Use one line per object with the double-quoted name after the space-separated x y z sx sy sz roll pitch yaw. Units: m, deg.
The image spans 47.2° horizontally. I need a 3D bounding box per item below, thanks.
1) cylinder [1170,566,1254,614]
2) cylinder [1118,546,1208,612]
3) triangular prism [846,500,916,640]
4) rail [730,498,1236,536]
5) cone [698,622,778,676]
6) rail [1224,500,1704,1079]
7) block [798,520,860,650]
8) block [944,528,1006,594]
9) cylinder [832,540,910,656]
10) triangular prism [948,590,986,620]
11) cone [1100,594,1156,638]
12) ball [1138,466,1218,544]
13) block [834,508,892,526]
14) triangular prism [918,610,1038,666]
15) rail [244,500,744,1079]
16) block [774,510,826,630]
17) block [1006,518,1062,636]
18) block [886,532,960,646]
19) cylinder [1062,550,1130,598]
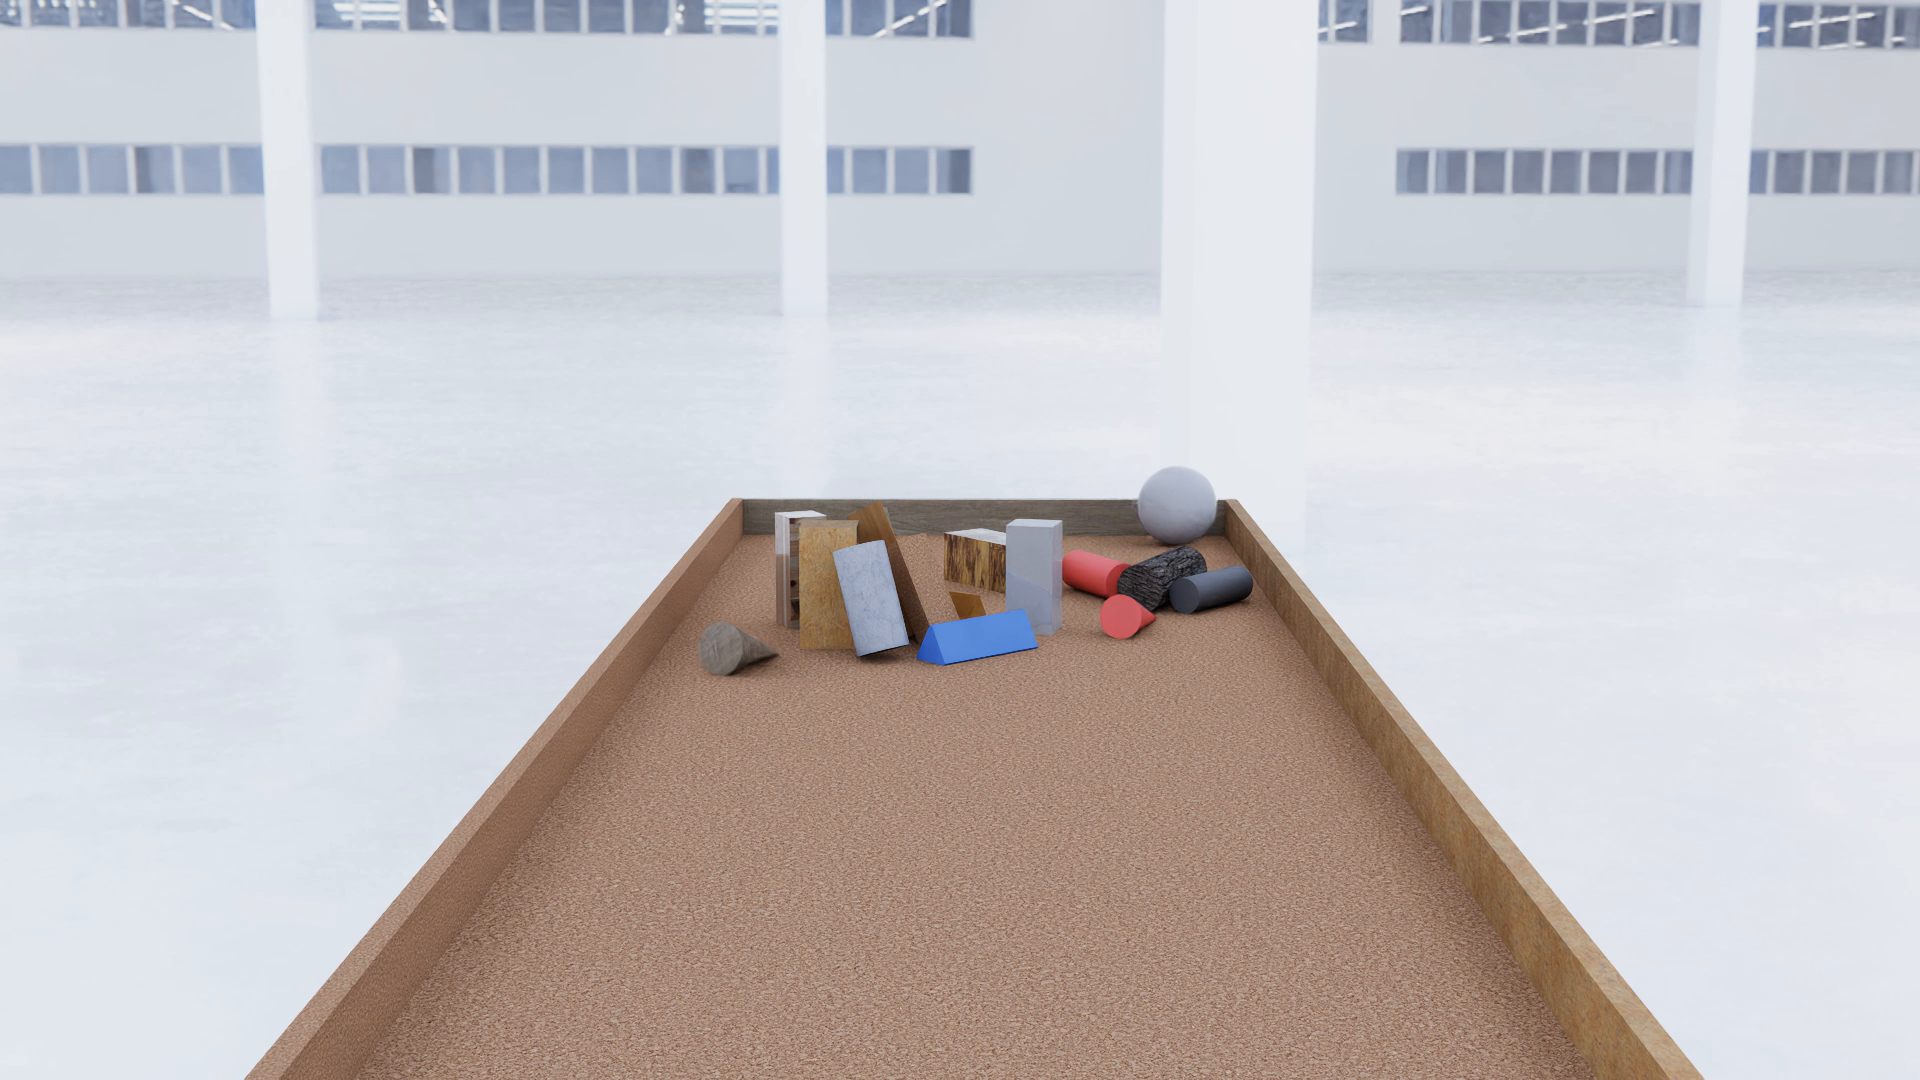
0.864 0.169 7.552 0.123 0.123 0.333 8 12 39 "cylinder"
0.705 0.134 7.635 0.166 0.166 0.447 4 10 25 "cylinder"
-0.210 0.103 7.064 0.121 0.441 0.105 -26 -12 9 "triangular prism"
0.099 -0.098 9.147 2.100 0.150 0.050 0 9 1 "rail"
-0.630 0.337 6.639 0.157 0.157 0.332 5 -3 28 "cone"
1.046 0.843 3.208 0.050 0.150 12.000 0 9 1 "rail"
-0.410 0.138 6.917 0.178 0.380 0.178 0 9 0 "block"
0.140 0.078 7.960 0.175 0.175 0.429 -7 11 -36 "block"
-0.272 0.179 6.718 0.164 0.328 0.164 -14 -4 -1 "cylinder"
-0.087 0.212 7.341 0.362 0.098 0.114 6 11 35 "triangular prism"
0.587 0.253 7.190 0.142 0.142 0.373 4 -1 24 "cone"
0.876 -0.141 8.872 0.321 0.321 0.321 0 9 0 "ball"
-0.286 0.089 7.208 0.128 0.366 0.128 -16 -4 42 "block"
0.056 0.292 6.782 0.386 0.114 0.131 -8 12 -41 "triangular prism"
-1.004 0.839 3.234 0.050 0.150 12.000 0 9 1 "rail"
-0.521 0.097 7.227 0.131 0.367 0.131 -4 10 -25 "block"
0.241 0.119 7.136 0.153 0.352 0.153 2 9 14 "block"
-0.118 0.156 6.920 0.109 0.328 0.109 -13 -17 -30 "block"
0.493 0.126 7.777 0.137 0.137 0.325 -4 10 -26 "cylinder"
